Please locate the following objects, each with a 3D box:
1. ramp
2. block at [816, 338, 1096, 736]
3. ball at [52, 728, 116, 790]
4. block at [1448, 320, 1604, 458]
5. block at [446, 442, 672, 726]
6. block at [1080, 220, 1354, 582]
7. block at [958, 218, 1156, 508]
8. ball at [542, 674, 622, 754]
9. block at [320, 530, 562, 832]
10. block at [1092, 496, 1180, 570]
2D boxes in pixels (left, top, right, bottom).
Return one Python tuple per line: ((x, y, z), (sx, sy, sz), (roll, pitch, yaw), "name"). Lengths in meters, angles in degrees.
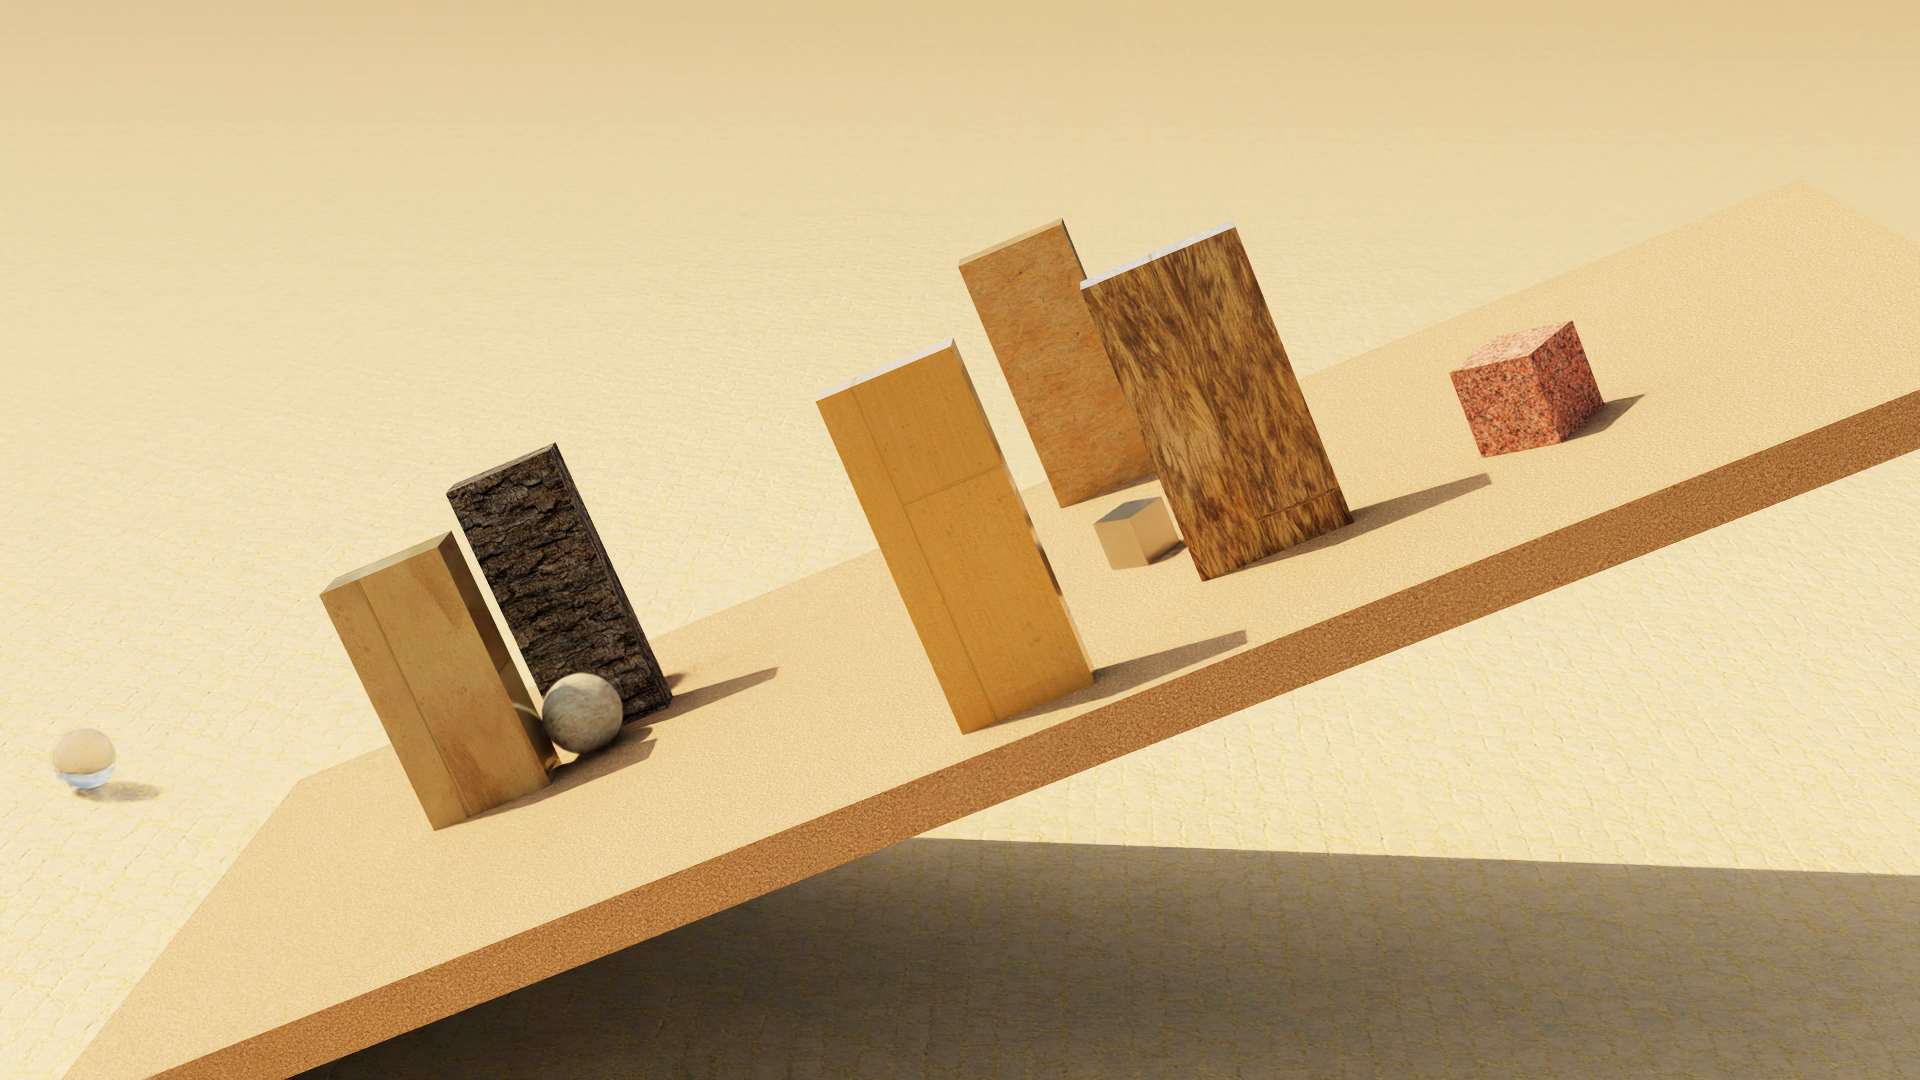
((0.128, 0.172, 6.287), (4.000, 0.100, 2.000), (-22, 12, 8), "ramp")
((-0.004, -0.004, 5.423), (0.267, 0.685, 0.090), (-22, 12, 8), "block")
((-2.294, 0.575, 7.705), (0.164, 0.164, 0.164), (0, 14, 0), "ball")
((1.115, -0.296, 5.781), (0.186, 0.186, 0.186), (-11, 17, 44), "block")
((-0.897, 0.126, 6.611), (0.253, 0.641, 0.094), (-22, 12, 8), "block")
((0.503, -0.269, 5.745), (0.319, 0.629, 0.095), (-22, 12, 8), "block")
((0.236, -0.411, 6.851), (0.258, 0.619, 0.105), (-22, 12, 8), "block")
((-0.835, 0.384, 6.498), (0.179, 0.179, 0.179), (0, 14, 0), "ball")
((-1.128, 0.308, 6.415), (0.283, 0.579, 0.142), (-22, 12, 8), "block")
((0.369, -0.013, 6.135), (0.109, 0.109, 0.109), (-33, 16, -39), "block")
